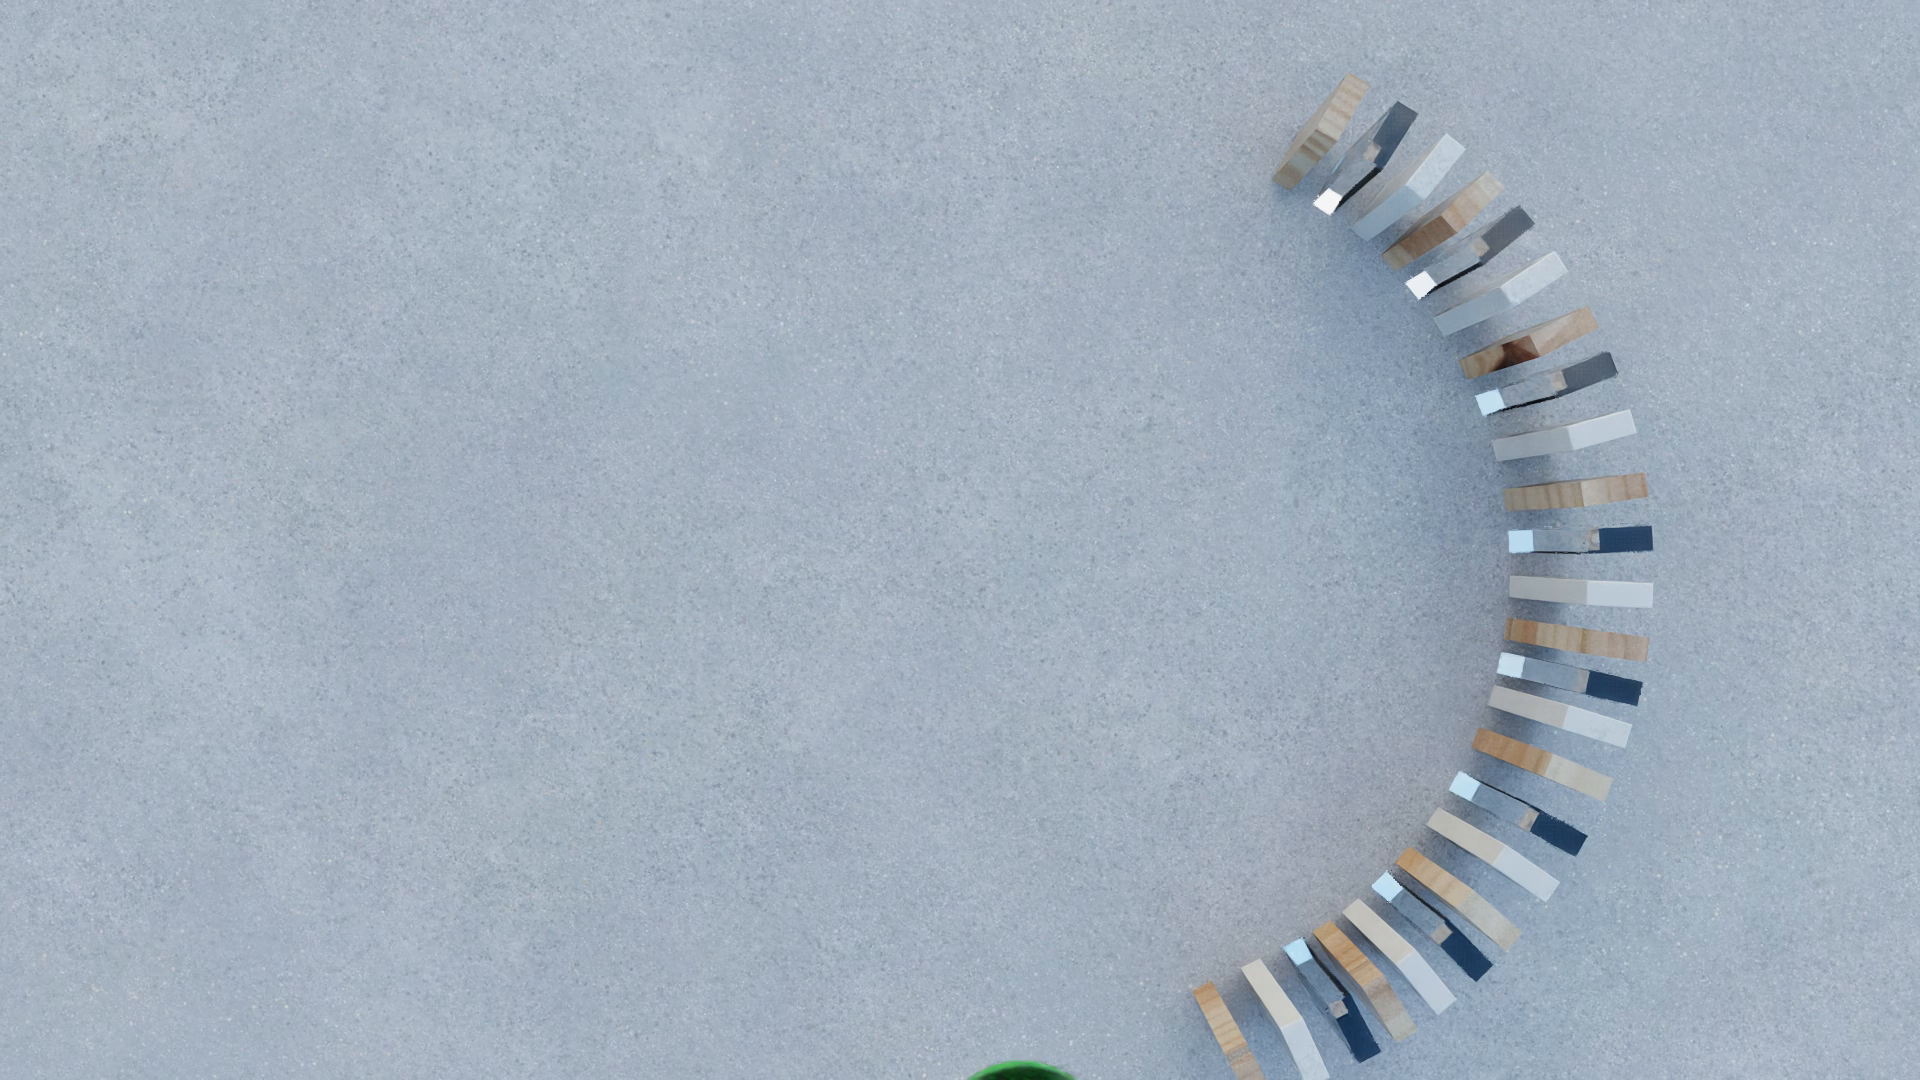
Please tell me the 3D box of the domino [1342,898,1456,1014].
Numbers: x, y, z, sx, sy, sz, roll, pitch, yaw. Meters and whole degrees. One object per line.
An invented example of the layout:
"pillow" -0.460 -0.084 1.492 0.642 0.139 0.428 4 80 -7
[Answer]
"domino" 0.178 0.169 0.375 0.010 0.050 0.025 -40 90 0

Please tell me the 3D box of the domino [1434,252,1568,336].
"domino" 0.219 -0.100 0.375 0.025 0.050 0.009 -33 90 0

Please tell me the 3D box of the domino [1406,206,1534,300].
"domino" 0.207 -0.117 0.375 0.025 0.050 0.009 -39 90 0

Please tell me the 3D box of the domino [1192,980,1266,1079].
"domino" 0.111 0.206 0.375 0.009 0.050 0.025 -27 90 0

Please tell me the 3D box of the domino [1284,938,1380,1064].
"domino" 0.151 0.187 0.375 0.010 0.050 0.025 -28 90 0

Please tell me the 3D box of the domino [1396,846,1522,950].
"domino" 0.202 0.145 0.375 0.025 0.050 0.009 41 90 0

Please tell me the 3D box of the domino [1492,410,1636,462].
"domino" 0.245 -0.042 0.375 0.025 0.050 0.009 -15 90 0

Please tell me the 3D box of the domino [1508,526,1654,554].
"domino" 0.252 0.000 0.375 0.025 0.050 0.009 -3 90 0

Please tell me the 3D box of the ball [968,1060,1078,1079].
"ball" 0.026 0.250 0.360 0.080 0.080 0.080 0 90 0

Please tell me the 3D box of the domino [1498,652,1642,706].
"domino" 0.248 0.056 0.375 0.025 0.050 0.010 13 90 0

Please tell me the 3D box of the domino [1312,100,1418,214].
"domino" 0.164 -0.155 0.375 0.010 0.050 0.025 32 90 0

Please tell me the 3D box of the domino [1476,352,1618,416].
"domino" 0.238 -0.063 0.375 0.025 0.050 0.009 -21 90 0

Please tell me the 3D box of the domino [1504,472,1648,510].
"domino" 0.250 -0.019 0.375 0.025 0.050 0.009 -9 90 0

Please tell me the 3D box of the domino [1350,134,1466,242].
"domino" 0.182 -0.143 0.375 0.010 0.050 0.025 39 90 0

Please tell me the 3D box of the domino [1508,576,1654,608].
"domino" 0.252 0.021 0.375 0.025 0.050 0.010 3 90 0

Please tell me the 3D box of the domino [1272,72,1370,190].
"domino" 0.146 -0.166 0.375 0.009 0.050 0.025 30 90 0

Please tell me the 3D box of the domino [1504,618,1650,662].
"domino" 0.250 0.040 0.375 0.025 0.050 0.010 8 90 0

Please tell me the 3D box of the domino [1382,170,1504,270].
"domino" 0.196 -0.129 0.375 0.025 0.050 0.009 -44 90 0

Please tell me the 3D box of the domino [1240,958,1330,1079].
"domino" 0.132 0.196 0.375 0.009 0.050 0.025 -25 90 0

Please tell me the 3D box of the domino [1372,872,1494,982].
"domino" 0.192 0.157 0.375 0.009 0.050 0.025 -45 90 0

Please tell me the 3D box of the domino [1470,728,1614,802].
"domino" 0.236 0.091 0.375 0.025 0.050 0.009 23 90 0

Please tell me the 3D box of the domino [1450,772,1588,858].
"domino" 0.227 0.111 0.375 0.025 0.050 0.009 29 90 0

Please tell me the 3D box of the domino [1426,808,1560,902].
"domino" 0.216 0.128 0.375 0.025 0.050 0.009 35 90 0

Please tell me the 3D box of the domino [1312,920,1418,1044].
"domino" 0.164 0.179 0.375 0.010 0.050 0.025 -32 90 0

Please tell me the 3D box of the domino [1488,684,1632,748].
"domino" 0.244 0.071 0.375 0.025 0.050 0.009 17 90 0

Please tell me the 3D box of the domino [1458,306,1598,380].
"domino" 0.231 -0.080 0.375 0.025 0.050 0.009 -27 90 0
